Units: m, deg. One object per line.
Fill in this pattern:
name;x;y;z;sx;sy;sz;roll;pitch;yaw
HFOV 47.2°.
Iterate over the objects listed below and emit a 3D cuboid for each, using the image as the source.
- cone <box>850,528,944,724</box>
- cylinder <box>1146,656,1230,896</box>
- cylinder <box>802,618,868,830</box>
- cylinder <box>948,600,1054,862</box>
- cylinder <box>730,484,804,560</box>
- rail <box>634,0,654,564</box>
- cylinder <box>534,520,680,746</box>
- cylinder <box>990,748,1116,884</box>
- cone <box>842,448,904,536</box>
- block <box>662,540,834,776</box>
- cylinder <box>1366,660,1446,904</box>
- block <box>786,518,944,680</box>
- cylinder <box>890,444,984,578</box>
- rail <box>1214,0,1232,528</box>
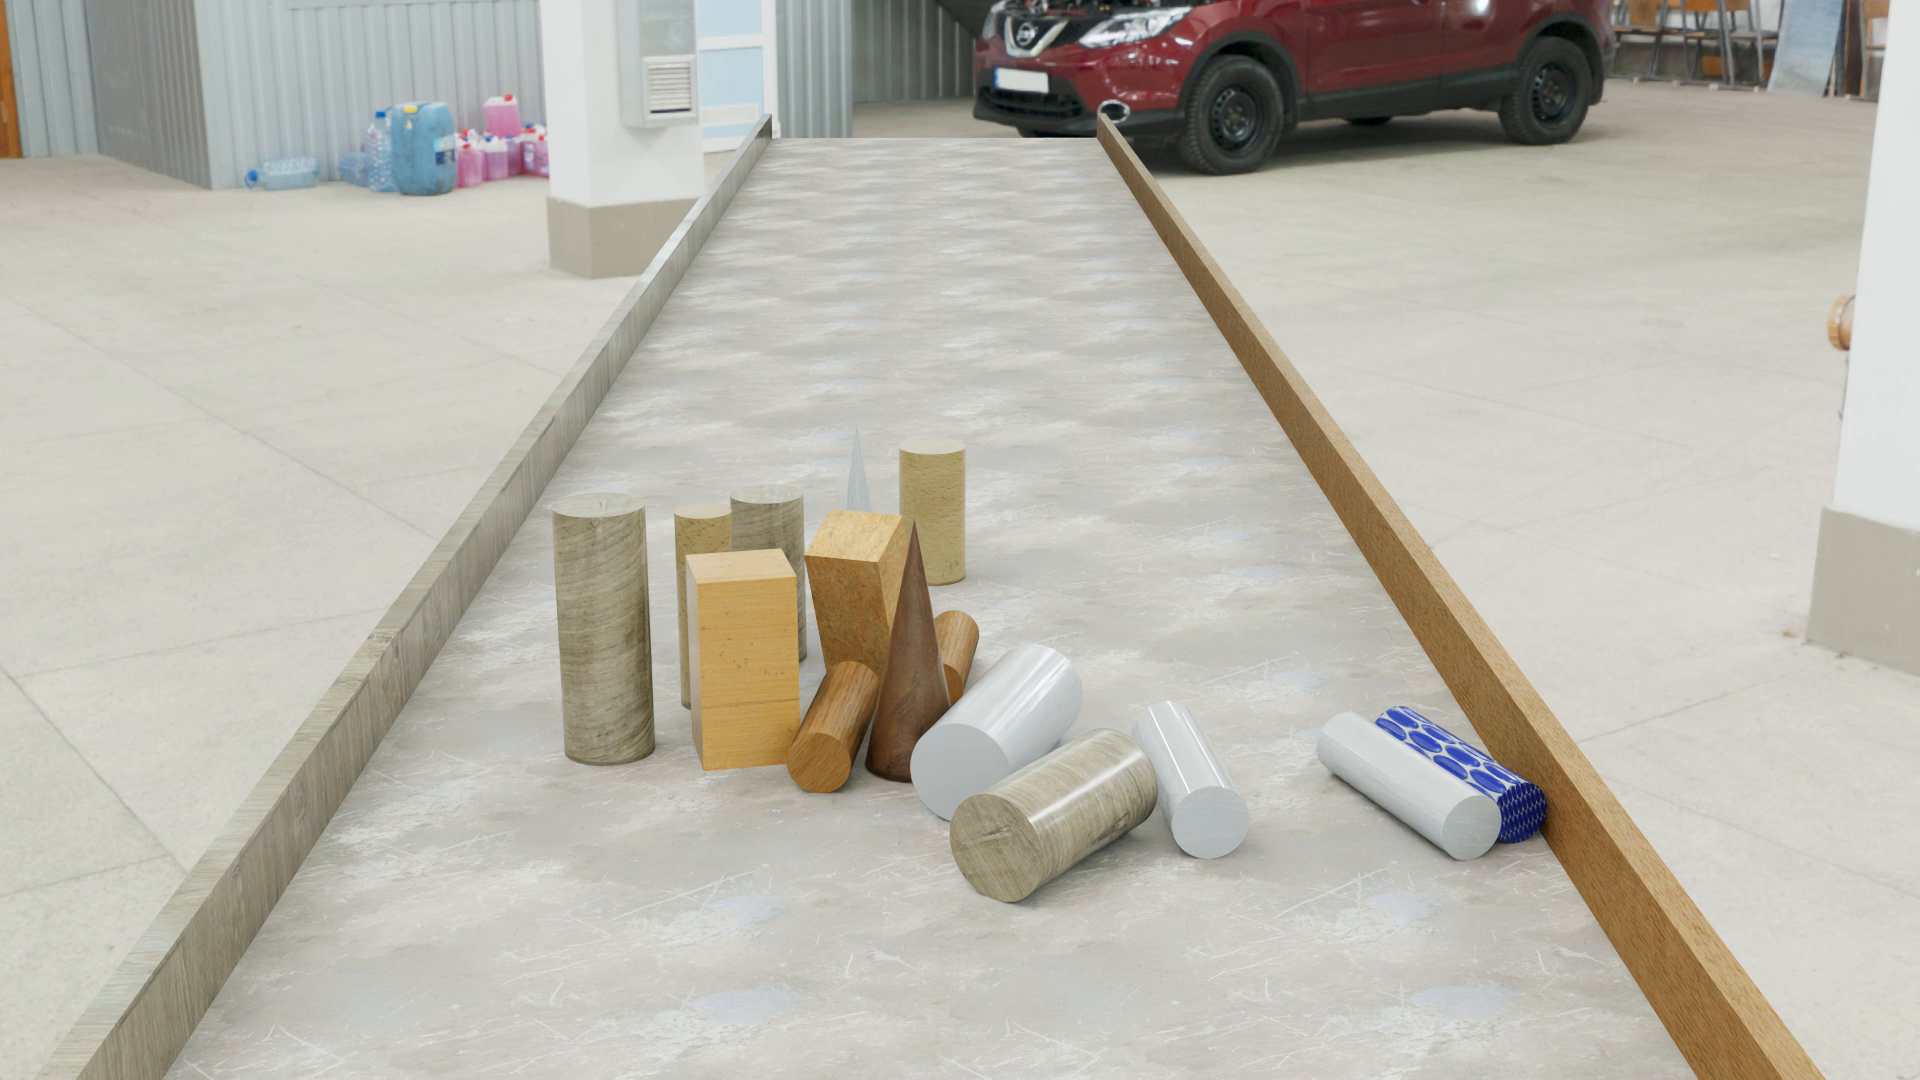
cone;-0.080;0.178;3.832;0.173;0.173;0.449;-3;35;-9
cylinder;0.380;0.395;3.677;0.126;0.380;0.126;0;17;0
cylinder;-0.222;0.329;3.924;0.112;0.361;0.112;0;17;0
cylinder;0.070;0.330;3.806;0.179;0.414;0.179;0;17;0
cylinder;-0.382;0.071;4.390;0.146;0.340;0.146;0;17;0
rail;-1.118;-0.838;7.780;0.050;12.000;0.150;0;0;0
cylinder;-0.630;0.158;3.895;0.162;0.162;0.457;-6;36;-20
cylinder;0.152;0.430;3.477;0.173;0.173;0.336;2;0;7
cone;-0.215;-0.041;4.633;0.132;0.132;0.417;2;30;7
block;-0.386;0.211;3.911;0.172;0.346;0.172;20;-21;15
cylinder;0.743;0.405;3.670;0.111;0.392;0.111;0;17;0
block;-0.182;0.118;4.217;0.146;0.318;0.146;-34;57;6
cylinder;-0.061;-0.063;4.909;0.149;0.302;0.149;-11;52;14
rail;0.932;-0.844;7.801;0.050;12.000;0.150;0;0;0
